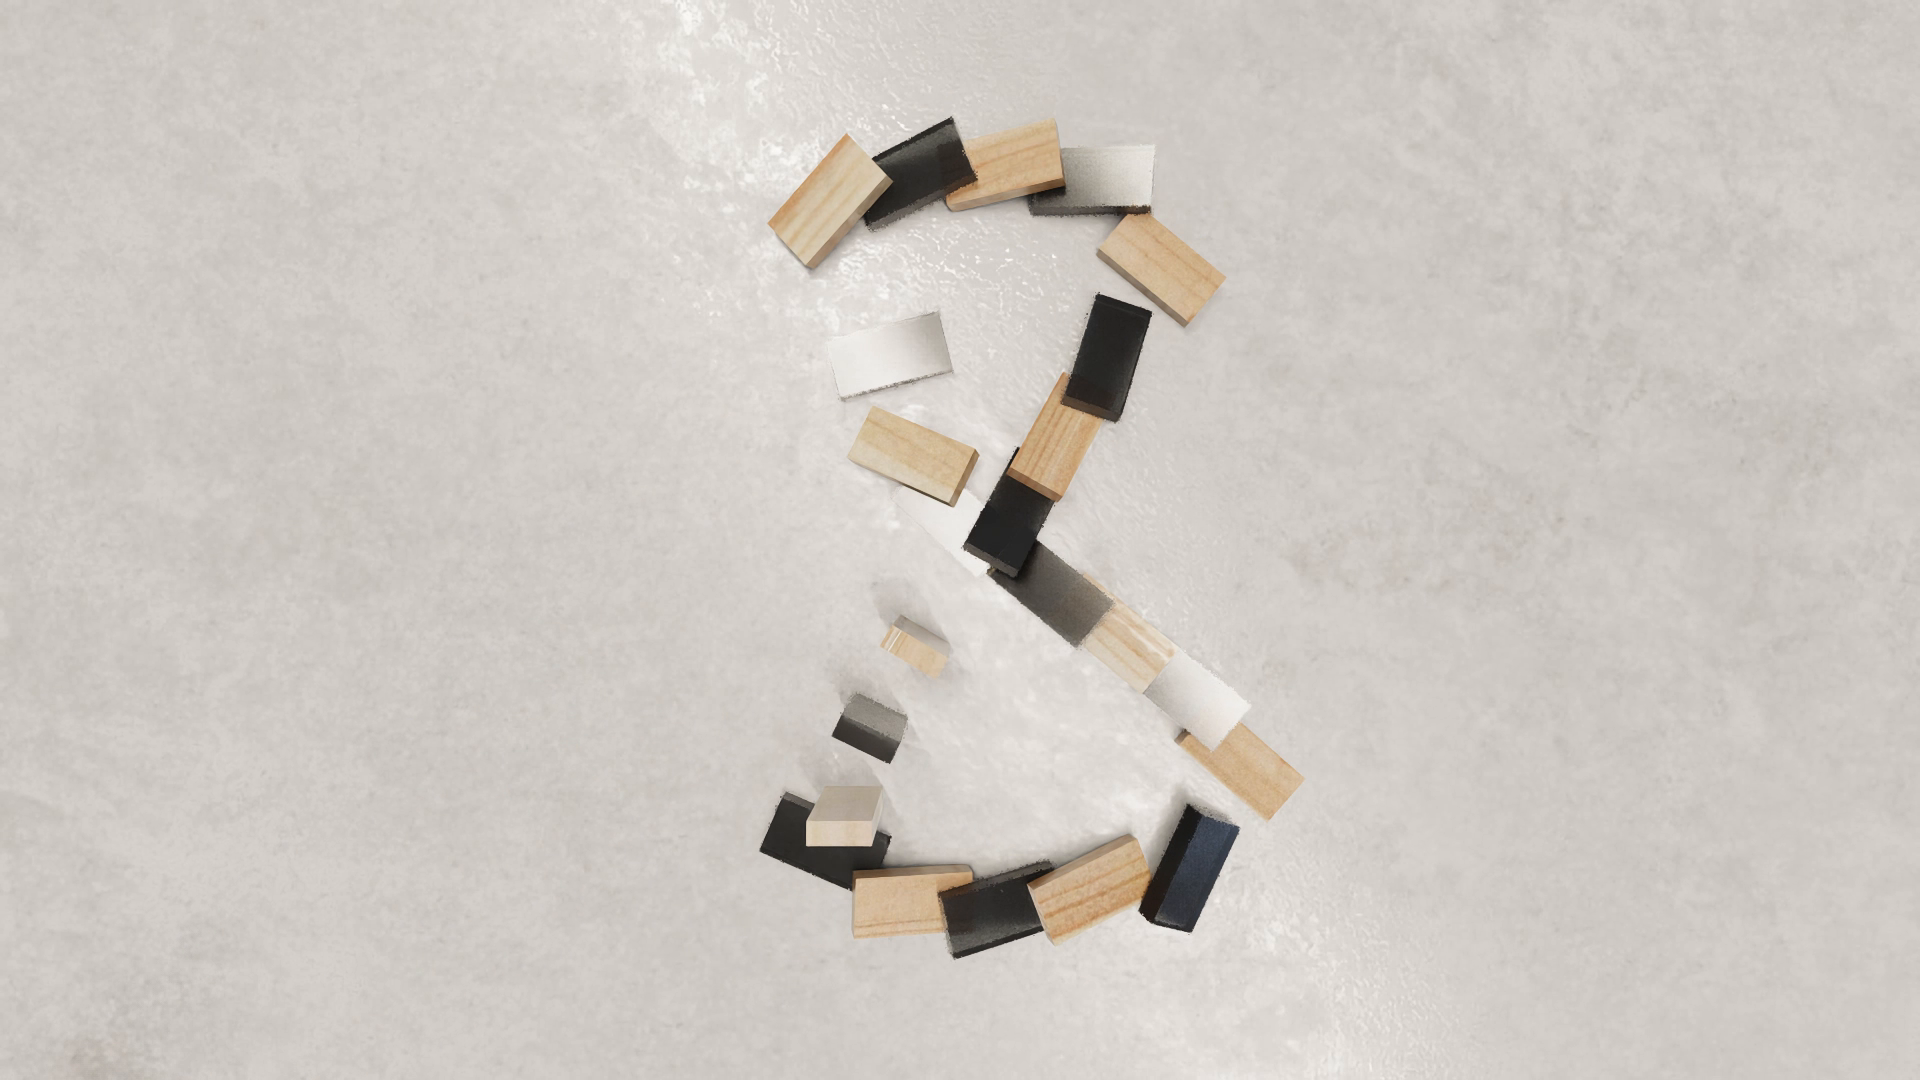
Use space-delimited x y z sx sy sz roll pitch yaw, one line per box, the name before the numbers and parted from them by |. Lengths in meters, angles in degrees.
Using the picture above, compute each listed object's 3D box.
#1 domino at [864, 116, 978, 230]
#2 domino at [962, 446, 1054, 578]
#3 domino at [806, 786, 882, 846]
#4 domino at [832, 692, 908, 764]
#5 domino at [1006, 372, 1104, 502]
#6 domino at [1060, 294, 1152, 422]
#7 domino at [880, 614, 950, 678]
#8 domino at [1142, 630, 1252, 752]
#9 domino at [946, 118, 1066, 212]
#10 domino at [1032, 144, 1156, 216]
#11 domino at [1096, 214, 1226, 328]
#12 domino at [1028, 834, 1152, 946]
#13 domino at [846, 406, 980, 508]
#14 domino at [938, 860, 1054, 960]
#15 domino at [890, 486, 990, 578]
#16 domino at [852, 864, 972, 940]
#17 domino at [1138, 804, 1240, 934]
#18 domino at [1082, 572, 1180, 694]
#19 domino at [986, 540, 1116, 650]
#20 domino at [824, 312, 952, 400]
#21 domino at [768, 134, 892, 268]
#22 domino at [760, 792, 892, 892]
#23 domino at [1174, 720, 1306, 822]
domino | -0.020 -0.155 0.389 0.050 0.009 0.025 -21 89 15
domino | 0.023 -0.012 0.386 0.025 0.009 0.050 29 68 0
domino | -0.046 0.112 0.375 0.025 0.050 0.009 0 90 0
domino | -0.036 0.076 0.375 0.025 0.050 0.009 26 90 0
domino | 0.043 -0.044 0.388 0.025 0.010 0.050 29 73 0
domino | 0.062 -0.077 0.389 0.025 0.010 0.050 19 75 0
domino | -0.018 0.043 0.375 0.025 0.050 0.009 30 90 0
domino | 0.095 0.063 0.389 0.050 0.010 0.025 40 90 14
domino | 0.018 -0.159 0.389 0.050 0.010 0.025 -8 90 15
domino | 0.057 -0.153 0.389 0.050 0.009 0.025 4 90 14
domino | 0.087 -0.118 0.395 0.050 0.010 0.025 39 90 0
domino | 0.056 0.148 0.389 0.050 0.010 0.025 -21 90 -15
domino | -0.020 -0.035 0.387 0.050 0.009 0.025 25 85 17
domino | 0.018 0.156 0.389 0.050 0.010 0.025 -11 90 -16
domino | -0.003 -0.010 0.395 0.050 0.009 0.025 42 90 0
domino | -0.020 0.153 0.389 0.050 0.010 0.025 2 90 -14
domino | 0.098 0.140 0.390 0.025 0.010 0.050 25 90 -30
domino | 0.065 0.040 0.389 0.050 0.009 0.025 40 90 15
domino | 0.038 0.021 0.388 0.050 0.010 0.025 40 90 17
domino | -0.030 -0.079 0.395 0.050 0.010 0.025 -14 90 0
domino | -0.055 -0.143 0.389 0.050 0.010 0.025 -44 85 13
domino | -0.058 0.131 0.395 0.050 0.009 0.025 23 90 0
domino | 0.120 0.095 0.395 0.050 0.010 0.025 41 90 0
